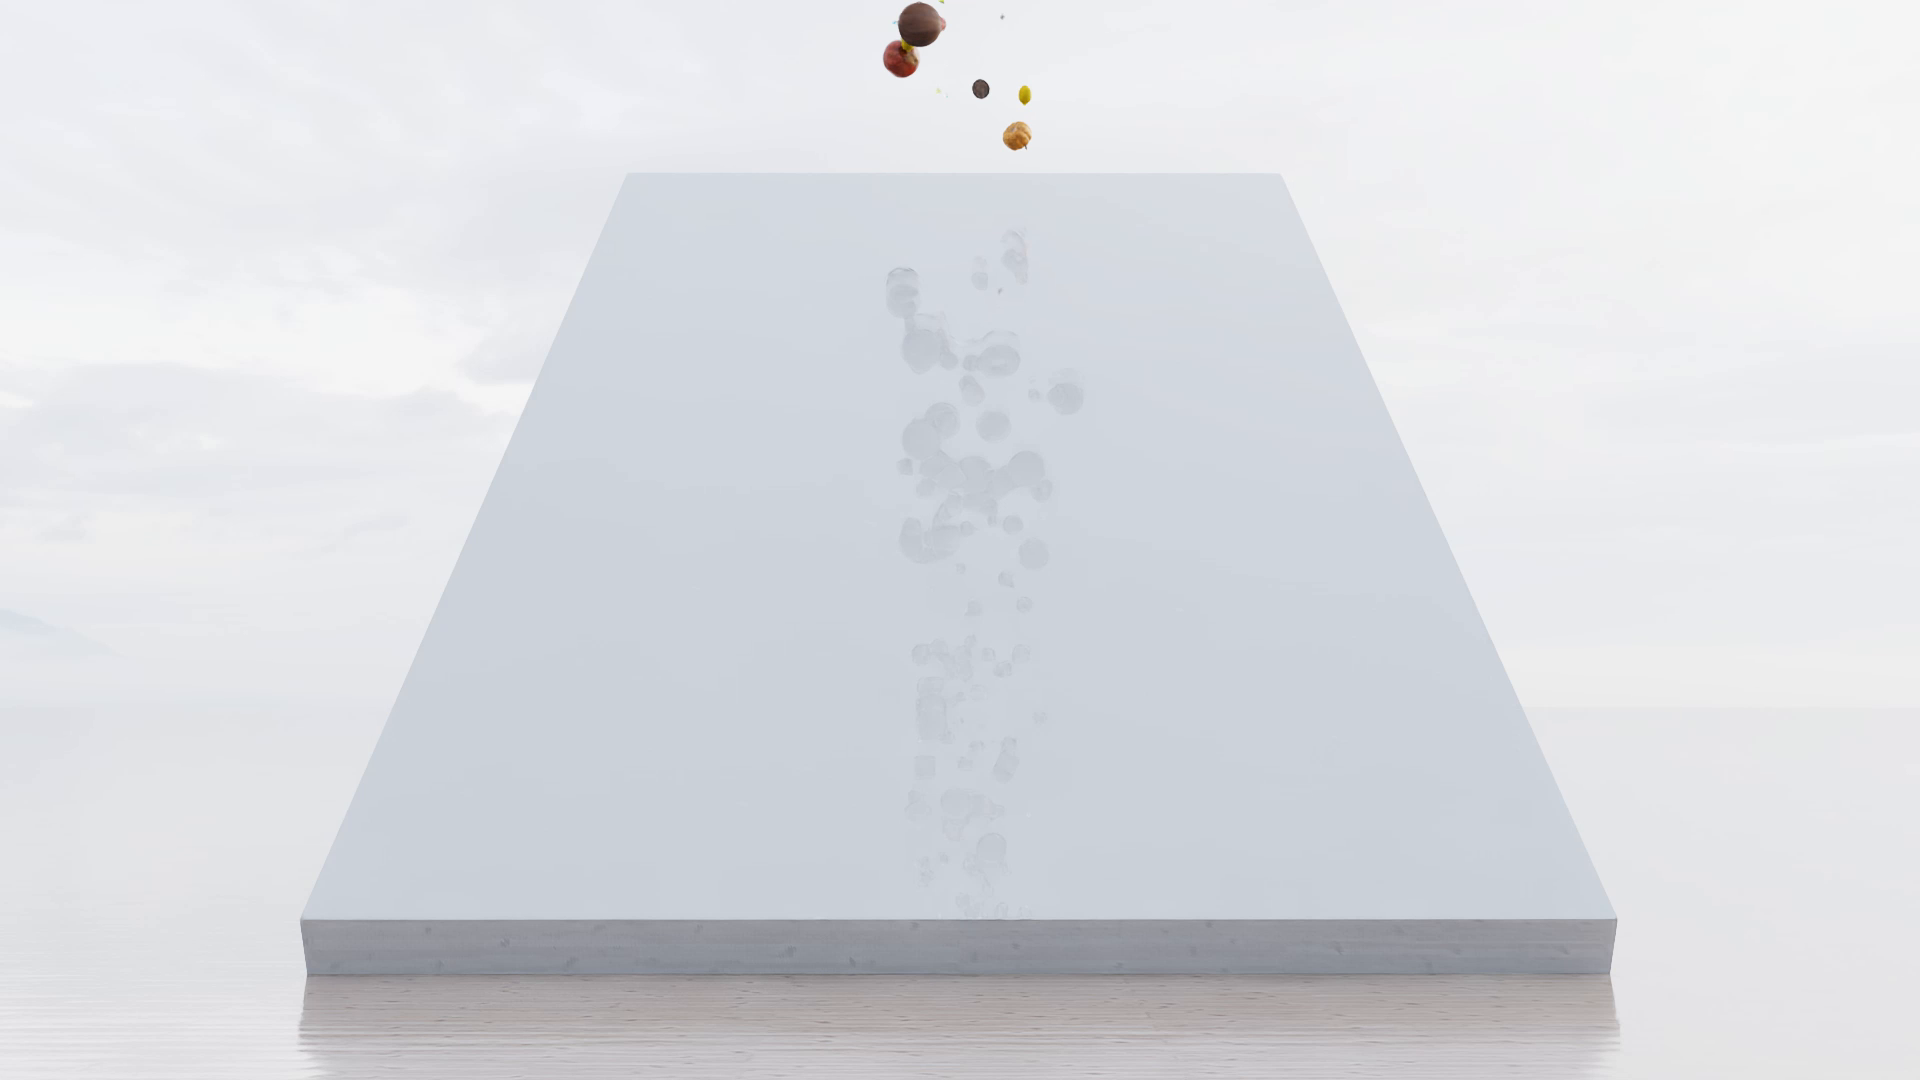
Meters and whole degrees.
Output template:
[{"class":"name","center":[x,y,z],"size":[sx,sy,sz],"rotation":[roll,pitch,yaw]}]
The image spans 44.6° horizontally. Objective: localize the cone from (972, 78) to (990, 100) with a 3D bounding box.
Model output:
[{"class":"cone","center":[0.077,-1.356,7.030],"size":[0.060,0.060,0.060],"rotation":[-2,15,31]}]

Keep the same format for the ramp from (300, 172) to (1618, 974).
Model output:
[{"class":"ramp","center":[-0.009,-0.229,5.386],"size":[2.000,0.100,4.000],"rotation":[0,25,0]}]
